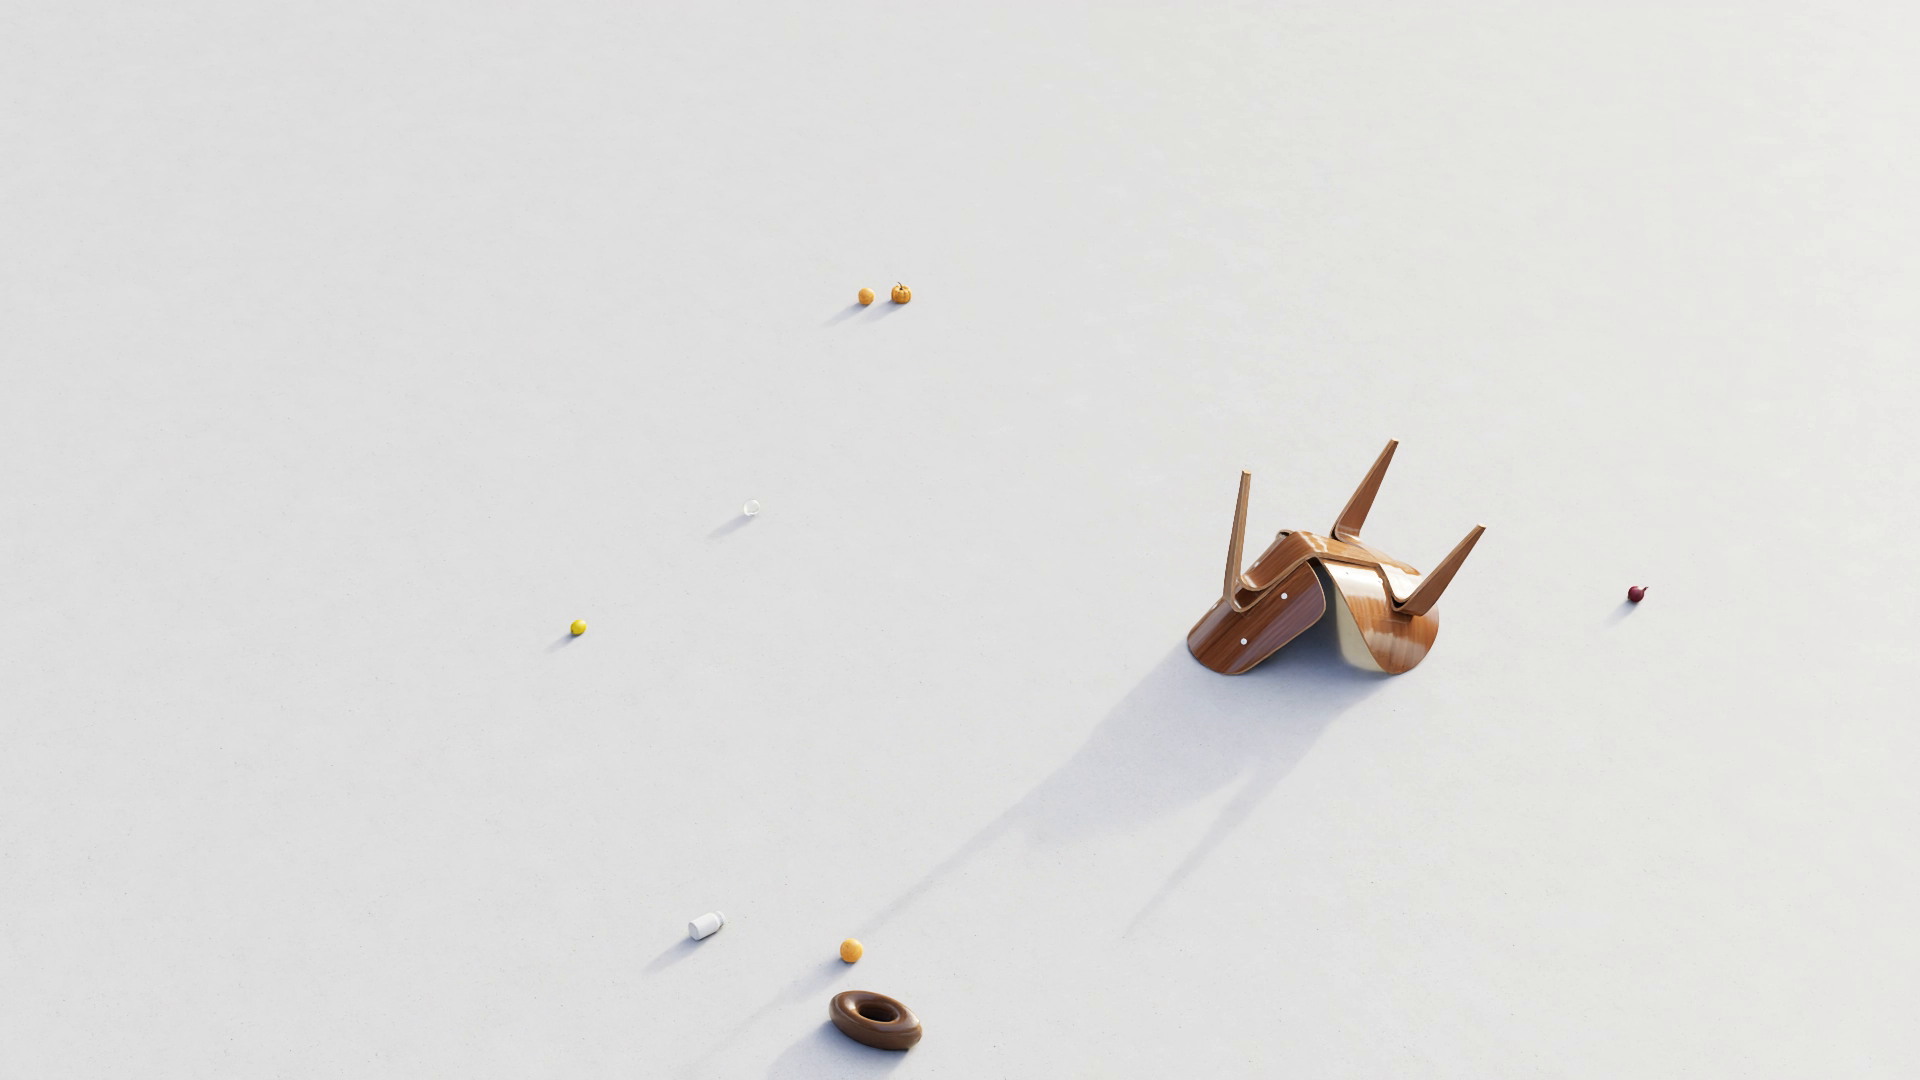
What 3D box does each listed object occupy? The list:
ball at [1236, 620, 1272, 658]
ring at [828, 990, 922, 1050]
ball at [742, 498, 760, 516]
[{"bbox_3d":[1.034,0.347,10.300,0.131,0.131,0.131,0,33,0],"label":"ball"},{"bbox_3d":[-0.251,1.424,8.700,0.311,0.094,0.166,16,38,24],"label":"ring"},{"bbox_3d":[-0.788,-0.124,11.075,0.064,0.064,0.064,0,33,0],"label":"ball"}]
